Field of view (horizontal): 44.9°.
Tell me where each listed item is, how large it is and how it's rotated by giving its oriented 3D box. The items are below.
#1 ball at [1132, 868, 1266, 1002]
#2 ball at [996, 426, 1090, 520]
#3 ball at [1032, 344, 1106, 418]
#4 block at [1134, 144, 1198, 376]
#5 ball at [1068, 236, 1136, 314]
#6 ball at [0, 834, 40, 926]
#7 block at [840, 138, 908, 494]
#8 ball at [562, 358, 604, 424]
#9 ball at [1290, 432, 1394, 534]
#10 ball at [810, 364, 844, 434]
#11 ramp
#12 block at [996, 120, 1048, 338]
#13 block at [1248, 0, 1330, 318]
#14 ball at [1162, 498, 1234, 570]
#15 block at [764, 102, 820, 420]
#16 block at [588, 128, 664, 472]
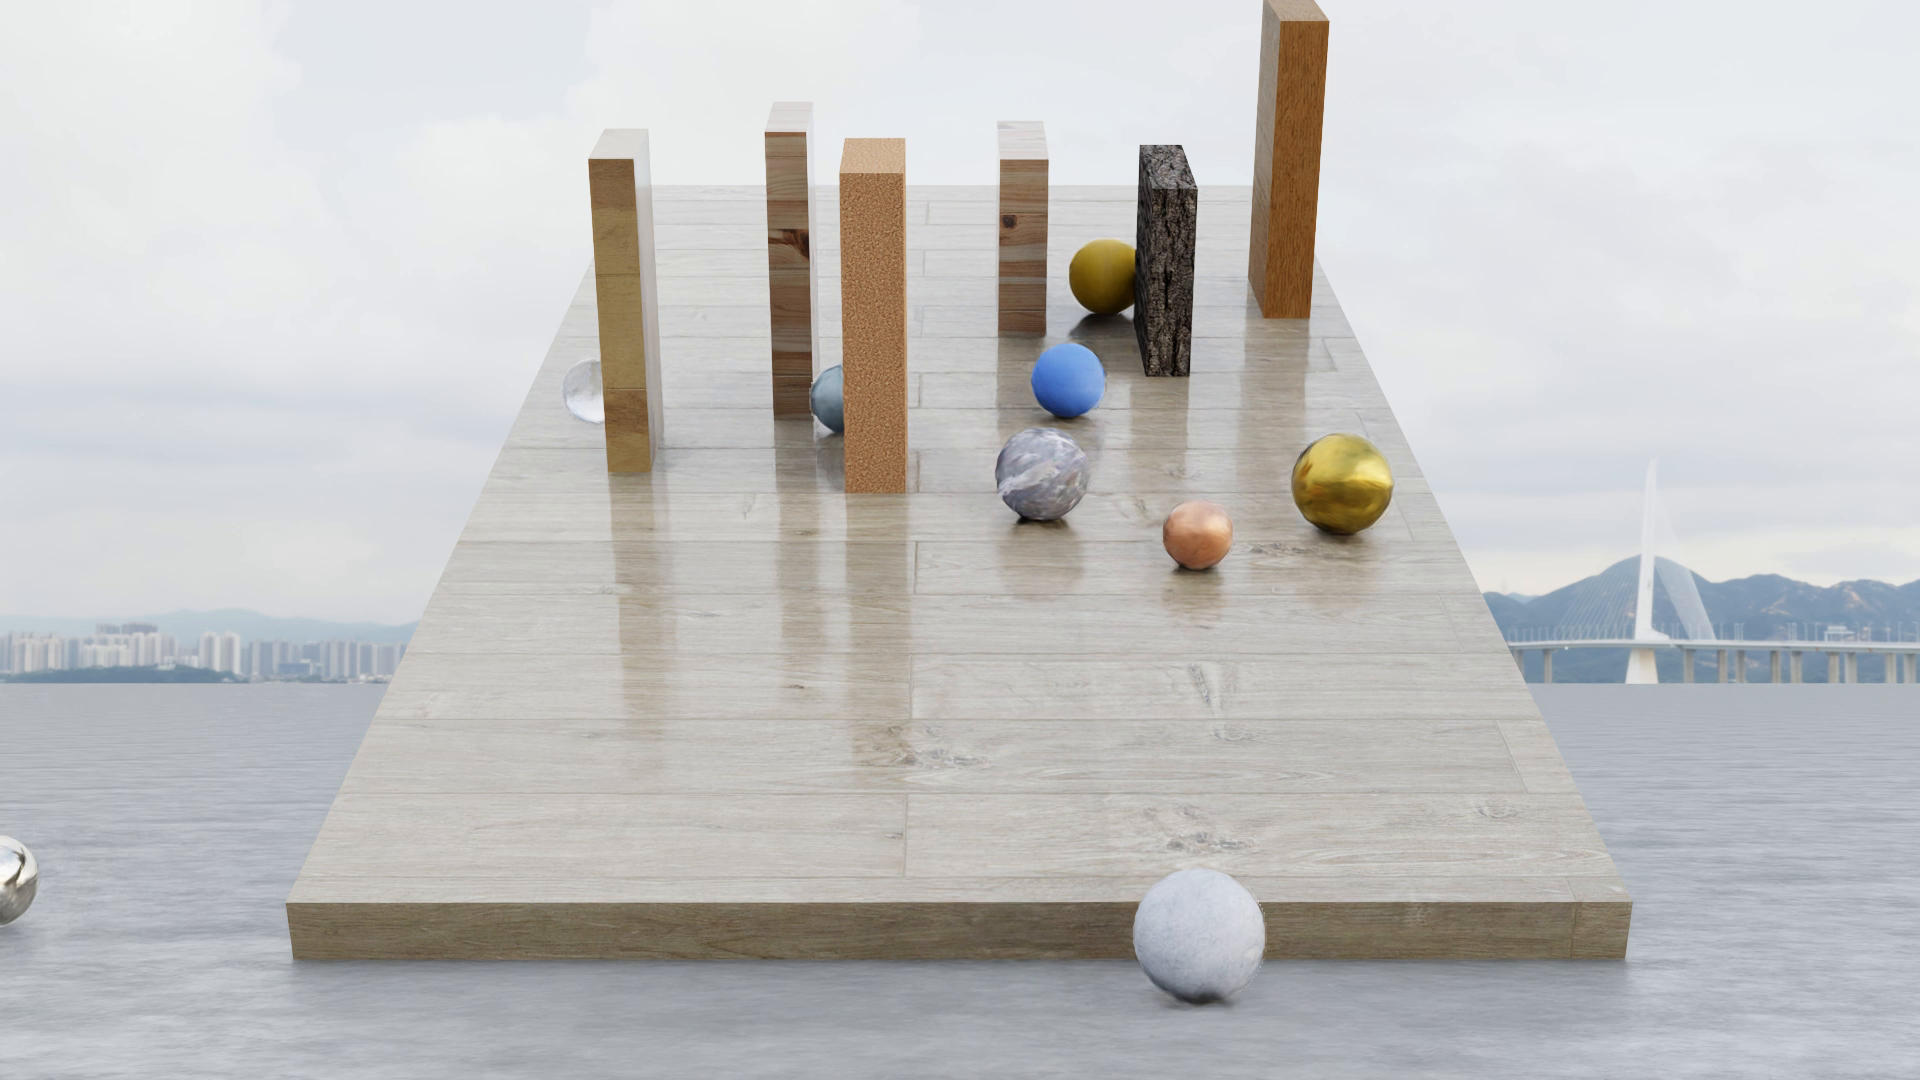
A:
[{"bbox_3d":[0.312,0.516,3.041,0.173,0.173,0.173,0,-3,0],"label":"ball"},{"bbox_3d":[0.167,-0.135,4.732,0.191,0.191,0.191,0,-3,0],"label":"ball"},{"bbox_3d":[0.246,-0.363,5.276,0.168,0.168,0.168,0,-3,0],"label":"ball"},{"bbox_3d":[0.495,-0.682,5.636,0.104,0.459,0.409,0,24,0],"label":"block"},{"bbox_3d":[0.376,-0.676,5.944,0.199,0.199,0.199,0,-3,0],"label":"ball"},{"bbox_3d":[-1.635,0.574,3.915,0.159,0.159,0.159,0,-3,0],"label":"ball"},{"bbox_3d":[-0.177,-0.470,4.873,0.127,0.687,0.282,0,24,0],"label":"block"},{"bbox_3d":[-0.824,-0.337,5.237,0.147,0.147,0.147,0,-3,0],"label":"ball"},{"bbox_3d":[0.768,-0.114,4.671,0.205,0.205,0.205,0,-3,0],"label":"ball"},{"bbox_3d":[-0.255,-0.315,5.179,0.155,0.155,0.155,0,-3,0],"label":"ball"},{"bbox_3d":[-0.008,-0.228,5.300,2.000,0.100,4.000,0,24,0],"label":"ramp"},{"bbox_3d":[0.154,-0.792,5.889,0.119,0.453,0.388,0,24,0],"label":"block"},{"bbox_3d":[0.836,-0.982,5.948,0.119,0.756,0.343,0,24,0],"label":"block"},{"bbox_3d":[0.462,-0.012,4.521,0.138,0.138,0.138,0,-3,0],"label":"ball"},{"bbox_3d":[-0.377,-0.632,5.266,0.091,0.664,0.280,0,24,0],"label":"block"},{"bbox_3d":[-0.709,-0.510,4.965,0.093,0.685,0.252,0,24,0],"label":"block"}]
